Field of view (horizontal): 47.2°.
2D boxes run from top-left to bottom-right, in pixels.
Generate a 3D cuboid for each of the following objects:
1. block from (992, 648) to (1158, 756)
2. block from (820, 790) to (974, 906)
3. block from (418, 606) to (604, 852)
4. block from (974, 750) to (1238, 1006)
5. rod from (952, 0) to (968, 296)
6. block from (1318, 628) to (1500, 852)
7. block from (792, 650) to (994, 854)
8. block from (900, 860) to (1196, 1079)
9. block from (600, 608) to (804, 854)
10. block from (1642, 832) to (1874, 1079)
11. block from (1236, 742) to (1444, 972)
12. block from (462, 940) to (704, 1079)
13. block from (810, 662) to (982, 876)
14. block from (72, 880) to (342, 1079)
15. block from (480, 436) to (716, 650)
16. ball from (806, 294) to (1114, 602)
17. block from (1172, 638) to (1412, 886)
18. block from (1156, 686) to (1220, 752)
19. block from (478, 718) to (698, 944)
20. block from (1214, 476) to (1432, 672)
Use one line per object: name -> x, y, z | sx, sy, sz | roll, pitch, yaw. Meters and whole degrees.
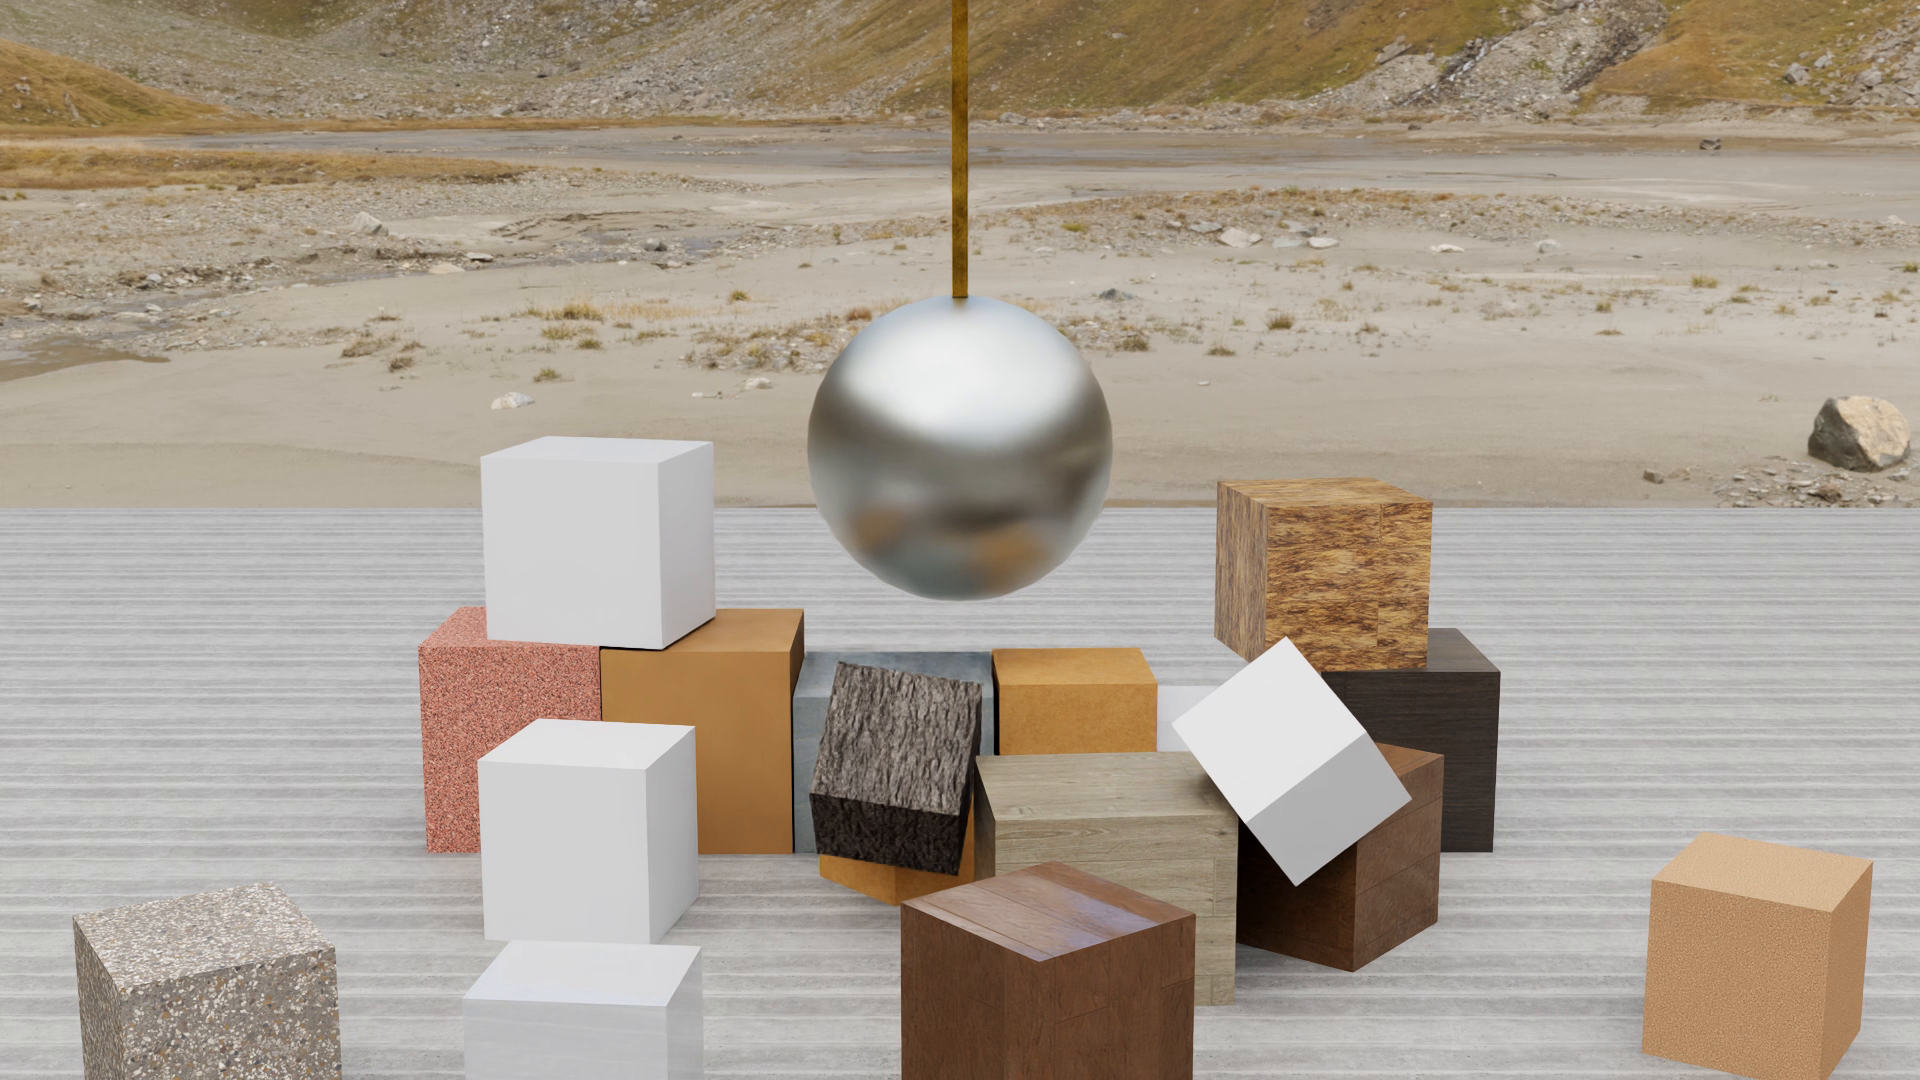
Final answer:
block -> 0.574, 1.061, 11.365 | 0.786, 0.847, 0.788 | 0, 10, -2
block -> -0.295, 1.352, 10.532 | 0.516, 0.571, 0.573 | -9, 14, -40
block -> -2.216, 0.958, 11.350 | 0.889, 1.055, 0.949 | 0, 10, 0
block -> 0.595, 1.435, 9.389 | 0.988, 0.817, 0.940 | -1, 10, -5
rod -> 0.000, -3.776, 10.651 | 0.080, 5.200, 0.080 | 0, 14, 0
block -> 2.217, 1.016, 11.383 | 0.886, 0.928, 0.986 | 0, 10, 0
block -> -0.330, 1.079, 11.395 | 0.991, 0.800, 1.001 | 0, 10, 0
block -> 0.311, 1.708, 7.919 | 0.738, 0.805, 0.756 | -8, 13, -38
block -> -1.298, 0.966, 11.360 | 0.928, 1.035, 1.010 | 0, 10, 0
block -> 3.127, 1.631, 8.616 | 0.660, 0.709, 0.712 | 7, 12, 33
block -> 1.615, 1.363, 9.874 | 0.794, 0.786, 0.794 | 8, 13, 38
block -> -1.322, 1.825, 7.817 | 0.710, 0.613, 0.566 | 1, 10, 6
block -> -0.273, 1.022, 9.776 | 0.644, 0.634, 0.678 | 8, -30, 4
block -> -2.676, 1.751, 7.823 | 0.714, 0.756, 0.815 | -6, 12, -31
block -> -1.813, -0.006, 11.139 | 0.920, 0.917, 0.797 | 2, 11, 13
ball -> 0.000, -0.473, 11.457 | 1.600, 1.600, 1.600 | 0, 10, 0
block -> 1.380, 0.923, 9.167 | 0.605, 0.568, 0.631 | -38, 44, 2
block -> 1.374, 1.156, 11.404 | 0.791, 0.646, 0.694 | 0, 10, -1
block -> -1.672, 1.321, 9.995 | 0.768, 0.825, 0.725 | 2, 10, 10
block -> 1.825, 0.162, 11.166 | 0.837, 0.829, 0.844 | -2, 10, -10
